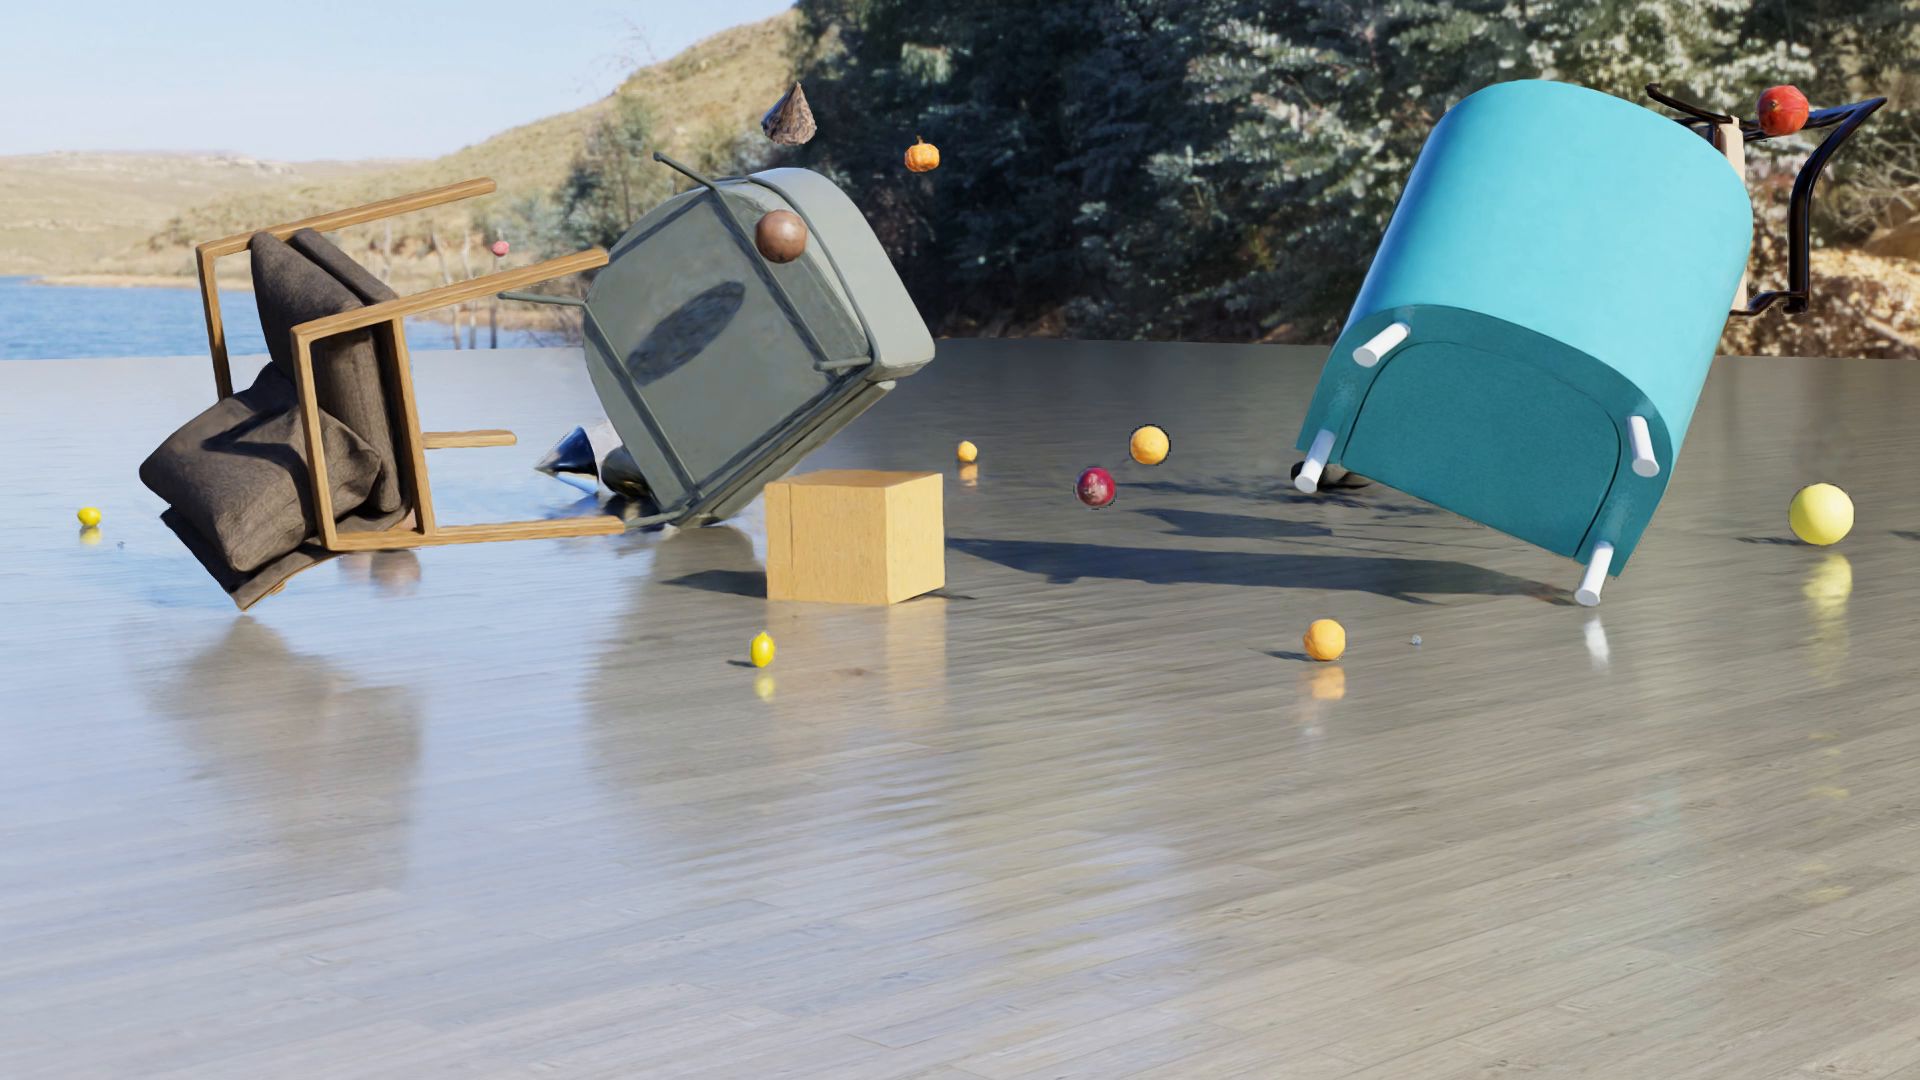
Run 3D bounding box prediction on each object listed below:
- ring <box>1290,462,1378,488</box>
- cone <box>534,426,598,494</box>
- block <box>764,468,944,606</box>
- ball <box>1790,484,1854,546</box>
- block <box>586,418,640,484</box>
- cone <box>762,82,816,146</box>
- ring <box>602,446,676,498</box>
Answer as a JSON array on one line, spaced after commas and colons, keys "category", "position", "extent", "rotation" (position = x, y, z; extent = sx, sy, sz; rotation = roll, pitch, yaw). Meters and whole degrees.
[{"category": "ring", "position": [1.158, -0.204, 7.945], "extent": [0.285, 0.075, 0.203], "rotation": [1, 0, -21]}, {"category": "cone", "position": [-1.204, -0.227, 7.715], "extent": [0.160, 0.206, 0.309], "rotation": [-10, 15, -18]}, {"category": "block", "position": [-0.215, -0.010, 5.295], "extent": [0.273, 0.238, 0.271], "rotation": [3, 9, 24]}, {"category": "ball", "position": [2.110, -0.062, 6.285], "extent": [0.150, 0.150, 0.150], "rotation": [0, 6, 0]}, {"category": "block", "position": [-1.100, -0.279, 8.013], "extent": [0.158, 0.094, 0.131], "rotation": [-31, 56, -25]}, {"category": "cone", "position": [-0.354, -0.930, 5.465], "extent": [0.118, 0.105, 0.158], "rotation": [-4, -26, -14]}, {"category": "ring", "position": [-0.956, -0.203, 7.640], "extent": [0.207, 0.114, 0.380], "rotation": [20, -13, -23]}]
